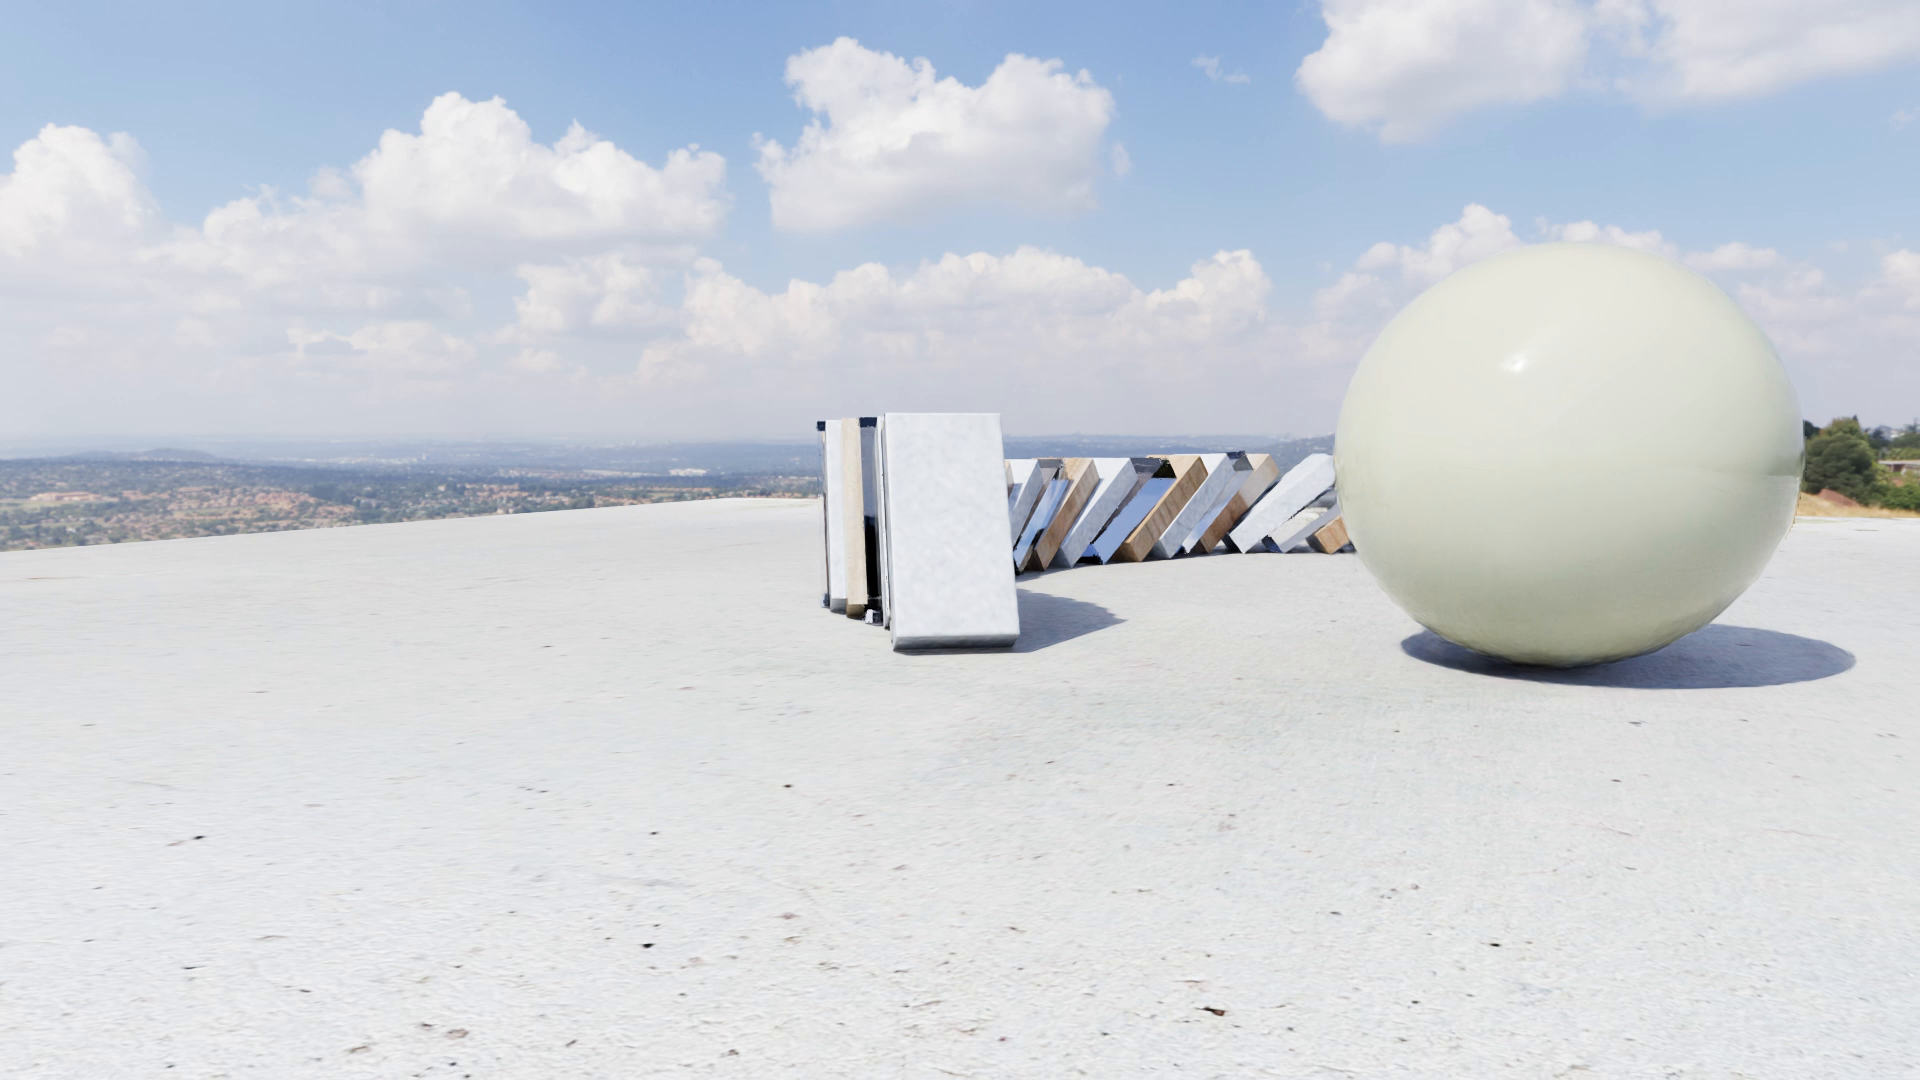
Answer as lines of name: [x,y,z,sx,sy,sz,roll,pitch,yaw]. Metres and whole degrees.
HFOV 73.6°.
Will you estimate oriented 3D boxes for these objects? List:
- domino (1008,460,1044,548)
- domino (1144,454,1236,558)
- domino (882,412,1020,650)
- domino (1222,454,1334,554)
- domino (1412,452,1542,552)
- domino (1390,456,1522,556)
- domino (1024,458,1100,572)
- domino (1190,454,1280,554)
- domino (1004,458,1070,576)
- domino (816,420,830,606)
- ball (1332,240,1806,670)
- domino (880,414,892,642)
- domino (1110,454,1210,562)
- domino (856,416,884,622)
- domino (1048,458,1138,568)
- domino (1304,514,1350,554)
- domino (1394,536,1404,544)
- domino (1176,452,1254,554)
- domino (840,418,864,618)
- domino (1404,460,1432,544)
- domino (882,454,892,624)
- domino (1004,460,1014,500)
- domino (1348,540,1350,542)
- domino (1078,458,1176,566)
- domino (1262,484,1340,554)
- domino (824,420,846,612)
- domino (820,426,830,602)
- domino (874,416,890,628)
domino: [0.008,-0.007,0.419,0.025,0.010,0.050,2,41,24]
domino: [0.081,-0.014,0.489,0.025,0.010,0.050,3,43,48]
domino: [-0.003,-0.002,0.271,0.025,0.050,0.010,-1,-22,-9]
domino: [0.126,-0.015,0.508,0.050,0.009,0.025,-38,4,1]
domino: [0.209,-0.016,0.519,0.050,0.009,0.025,-42,28,-20]
domino: [0.191,-0.014,0.502,0.050,0.010,0.025,-37,7,-2]
domino: [0.027,-0.010,0.447,0.025,0.009,0.050,2,41,33]
domino: [0.103,-0.015,0.513,0.050,0.010,0.025,-45,26,-23]
domino: [0.016,-0.009,0.434,0.025,0.010,0.050,2,41,28]
domino: [-0.025,-0.008,0.343,0.025,0.050,0.010,-1,-23,-9]
ball: [0.112,-0.016,0.243,0.080,0.080,0.080,0,4,0]
domino: [-0.003,-0.003,0.281,0.025,0.050,0.009,-1,-22,-9]
domino: [0.069,-0.012,0.479,0.025,0.009,0.050,5,44,48]
domino: [-0.011,-0.005,0.312,0.025,0.050,0.009,-1,-22,-9]
domino: [0.040,-0.011,0.459,0.025,0.009,0.050,4,42,41]
domino: [0.159,-0.014,0.504,0.050,0.010,0.025,-36,6,2]
domino: [0.202,-0.005,0.572,0.025,0.010,0.050,1,4,9]
domino: [0.091,-0.015,0.504,0.050,0.009,0.025,-47,27,-27]
domino: [-0.017,-0.006,0.322,0.025,0.050,0.010,-1,-22,-9]
domino: [0.206,-0.016,0.547,0.025,0.009,0.050,5,38,24]
domino: [-0.004,-0.004,0.292,0.025,0.050,0.009,-1,-22,-9]
domino: [-0.001,-0.006,0.404,0.025,0.009,0.050,1,41,18]
domino: [0.176,-0.014,0.503,0.050,0.009,0.025,-37,7,2]
domino: [0.055,-0.011,0.469,0.025,0.009,0.050,5,43,48]
domino: [0.142,-0.014,0.507,0.050,0.010,0.025,-36,4,1]
domino: [-0.022,-0.007,0.333,0.025,0.050,0.009,-1,-23,-9]
domino: [-0.025,-0.008,0.356,0.025,0.050,0.010,-1,-28,-9]
domino: [-0.006,-0.005,0.302,0.025,0.050,0.009,-1,-22,-9]
